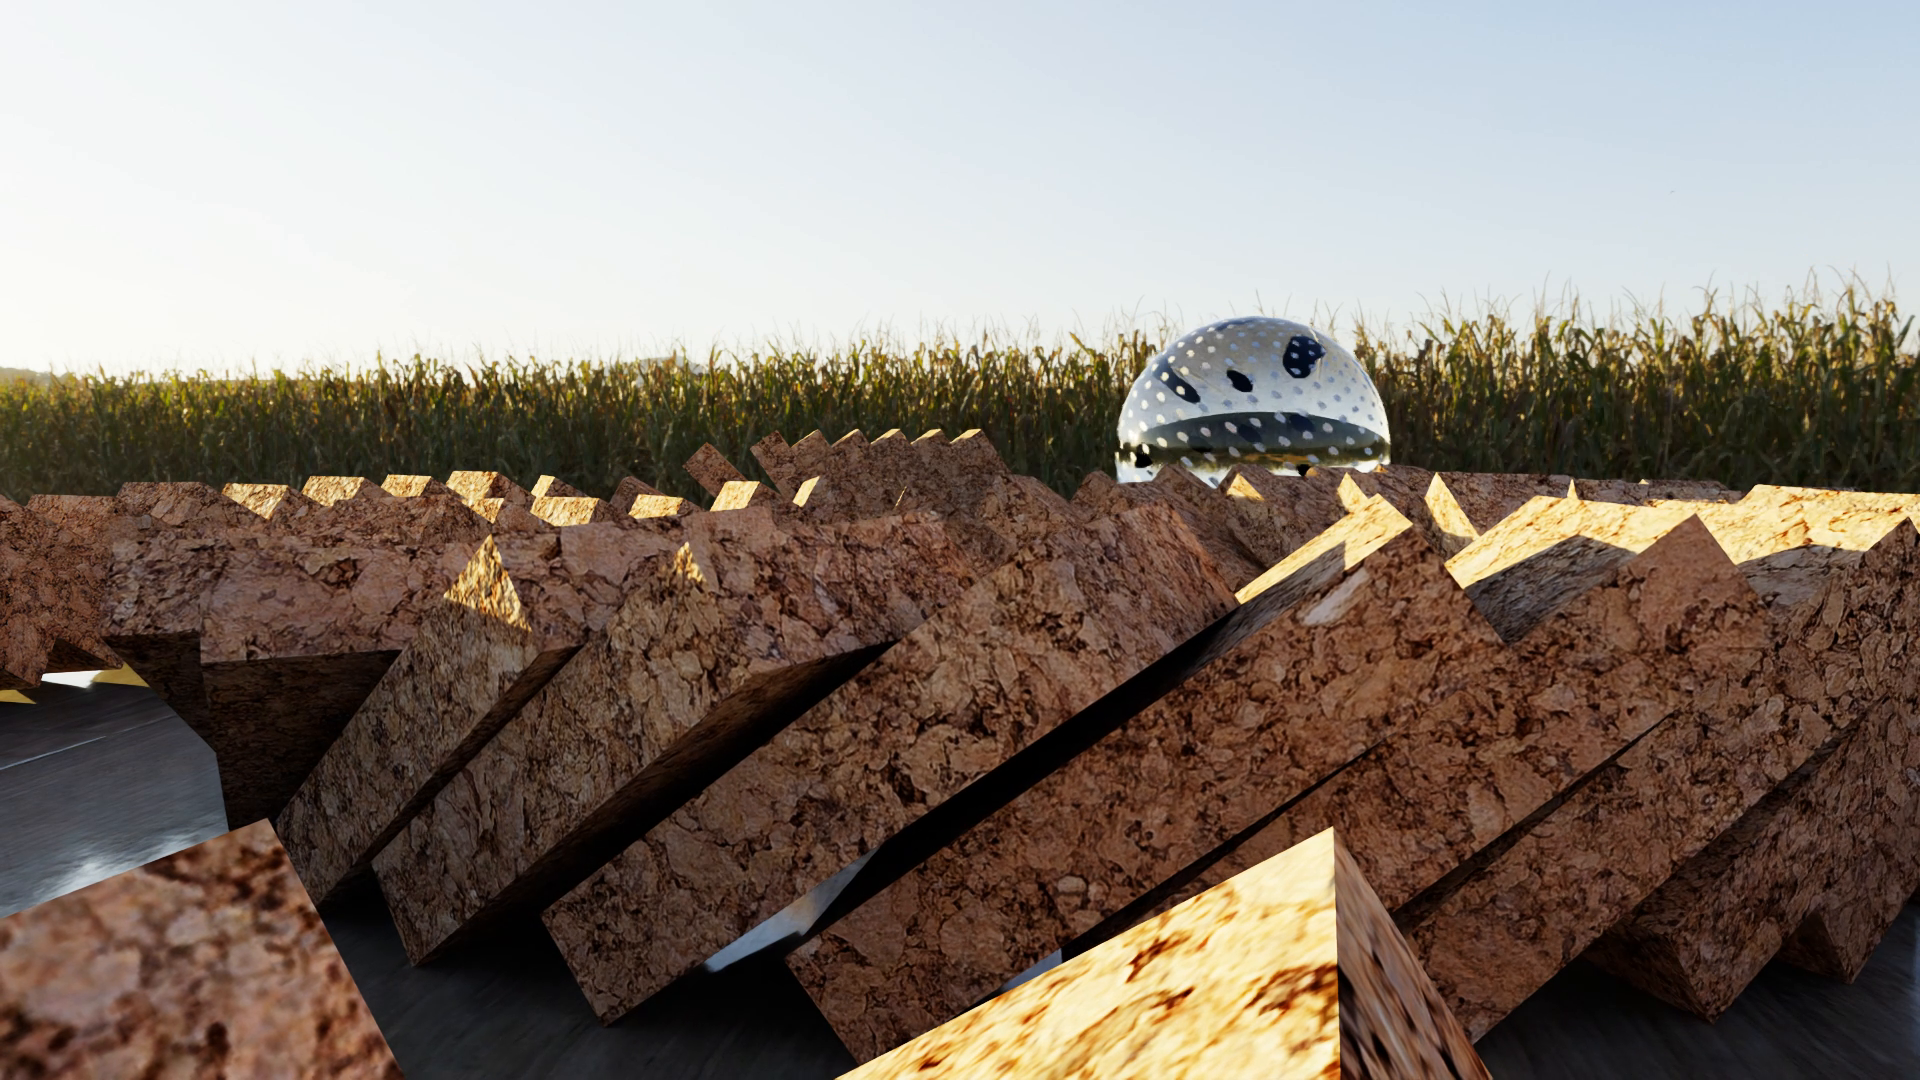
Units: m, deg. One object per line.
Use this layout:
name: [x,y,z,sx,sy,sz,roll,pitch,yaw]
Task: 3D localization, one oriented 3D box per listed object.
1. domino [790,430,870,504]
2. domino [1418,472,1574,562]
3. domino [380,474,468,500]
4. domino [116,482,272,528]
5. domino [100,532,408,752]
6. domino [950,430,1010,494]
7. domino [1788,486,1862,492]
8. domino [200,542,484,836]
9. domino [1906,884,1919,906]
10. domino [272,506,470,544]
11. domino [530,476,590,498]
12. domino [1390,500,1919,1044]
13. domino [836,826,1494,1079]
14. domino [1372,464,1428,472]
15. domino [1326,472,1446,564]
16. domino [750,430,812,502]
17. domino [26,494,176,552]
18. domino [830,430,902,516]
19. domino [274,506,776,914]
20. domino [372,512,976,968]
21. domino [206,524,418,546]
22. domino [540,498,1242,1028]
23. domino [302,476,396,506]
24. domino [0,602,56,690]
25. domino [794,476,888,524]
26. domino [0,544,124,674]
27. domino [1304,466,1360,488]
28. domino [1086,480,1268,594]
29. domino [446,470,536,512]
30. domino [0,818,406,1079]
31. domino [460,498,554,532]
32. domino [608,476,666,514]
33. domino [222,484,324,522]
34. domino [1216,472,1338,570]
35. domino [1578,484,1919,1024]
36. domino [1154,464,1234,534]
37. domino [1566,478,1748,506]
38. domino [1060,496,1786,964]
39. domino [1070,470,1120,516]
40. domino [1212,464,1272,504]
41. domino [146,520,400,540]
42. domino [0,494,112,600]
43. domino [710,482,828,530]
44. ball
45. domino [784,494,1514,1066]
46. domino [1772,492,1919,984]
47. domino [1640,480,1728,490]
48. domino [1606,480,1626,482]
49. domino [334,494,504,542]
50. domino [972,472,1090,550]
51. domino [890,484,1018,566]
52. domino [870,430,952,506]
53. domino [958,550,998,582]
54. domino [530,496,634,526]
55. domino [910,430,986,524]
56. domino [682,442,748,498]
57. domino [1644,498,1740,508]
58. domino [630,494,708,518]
domino: [-0.032,-0.009,0.379,0.009,0.050,0.025,-35,8,-4]
domino: [0.094,0.009,0.200,0.025,0.010,0.050,1,40,-10]
domino: [-0.120,0.001,0.325,0.025,0.010,0.050,4,-26,44]
domino: [-0.150,0.004,0.273,0.025,0.009,0.050,1,-27,26]
domino: [-0.071,0.015,0.142,0.025,0.010,0.050,-2,-26,-14]
domino: [0.014,-0.009,0.381,0.009,0.050,0.025,-35,8,-4]
domino: [0.170,0.008,0.233,0.025,0.009,0.050,0,35,-15]
domino: [-0.058,0.016,0.126,0.025,0.009,0.050,-2,-26,-28]
domino: [0.090,0.015,0.139,0.025,0.010,0.050,3,38,38]
domino: [-0.084,0.010,0.205,0.025,0.009,0.050,1,-26,11]
domino: [-0.094,-0.001,0.356,0.050,0.010,0.025,32,-10,-24]
domino: [0.048,0.016,0.101,0.050,0.009,0.025,-37,9,-5]
domino: [-0.015,0.023,0.016,0.050,0.009,0.025,-33,-2,17]
domino: [0.118,0.001,0.295,0.025,0.009,0.050,-1,39,-47]
domino: [0.086,0.008,0.215,0.025,0.010,0.050,-2,41,-20]
domino: [-0.043,-0.009,0.378,0.010,0.050,0.025,-35,9,-5]
domino: [-0.156,0.007,0.257,0.025,0.009,0.050,2,-25,25]
domino: [-0.020,-0.009,0.380,0.010,0.050,0.025,-35,8,-4]
domino: [-0.038,0.016,0.111,0.025,0.009,0.050,-8,-26,-49]
domino: [-0.023,0.016,0.102,0.050,0.009,0.025,-40,-18,33]
domino: [-0.083,0.013,0.184,0.025,0.009,0.050,0,-24,3]
domino: [-0.005,0.016,0.094,0.050,0.010,0.025,-38,-10,26]
domino: [-0.131,0.002,0.309,0.025,0.010,0.050,3,-27,38]
domino: [-0.168,0.009,0.195,0.025,0.009,0.050,-4,-30,4]
domino: [-0.016,0.002,0.308,0.050,0.009,0.025,30,-8,-13]
domino: [-0.168,0.008,0.214,0.025,0.009,0.050,-4,-29,11]
domino: [0.105,0.001,0.304,0.025,0.010,0.050,-4,41,-50]
domino: [0.050,0.007,0.238,0.050,0.009,0.025,38,20,21]
domino: [-0.109,-0.001,0.337,0.025,0.009,0.050,4,-27,44]
domino: [-0.034,0.023,0.020,0.050,0.009,0.025,-33,-5,23]
domino: [-0.076,0.007,0.248,0.025,0.010,0.050,1,-25,40]
domino: [-0.076,-0.002,0.369,0.050,0.009,0.025,30,-1,-10]
domino: [-0.141,0.004,0.293,0.025,0.009,0.050,3,-26,34]
domino: [0.072,0.007,0.232,0.025,0.009,0.050,0,38,-35]
domino: [0.067,0.015,0.110,0.050,0.009,0.025,-39,20,-14]
domino: [0.069,0.000,0.314,0.050,0.009,0.025,39,14,11]
domino: [0.102,0.010,0.181,0.025,0.010,0.050,5,39,12]
domino: [0.030,0.016,0.095,0.050,0.009,0.025,-38,2,5]
domino: [0.051,0.001,0.317,0.050,0.009,0.025,35,11,8]
domino: [0.086,0.000,0.310,0.050,0.009,0.025,41,20,19]
domino: [-0.078,0.013,0.161,0.025,0.009,0.050,-3,-25,-9]
domino: [-0.165,0.007,0.236,0.025,0.009,0.050,-1,-28,22]
domino: [-0.032,0.003,0.297,0.050,0.009,0.025,32,-12,-24]
ball: [0.086,-0.026,0.382,0.080,0.080,0.080,0,4,0]
domino: [0.013,0.016,0.093,0.050,0.010,0.025,-37,-3,15]
domino: [0.080,0.015,0.119,0.050,0.010,0.025,-41,21,-19]
domino: [0.158,0.006,0.251,0.025,0.009,0.050,0,36,-27]
domino: [0.147,0.005,0.265,0.025,0.010,0.050,-3,37,-32]
domino: [-0.083,0.008,0.225,0.025,0.009,0.050,-1,-27,24]
domino: [0.028,0.006,0.242,0.050,0.010,0.025,37,11,14]
domino: [0.007,0.002,0.315,0.050,0.009,0.025,28,0,-4]
domino: [-0.009,-0.009,0.381,0.009,0.050,0.025,-35,9,-4]
domino: [0.002,0.011,0.223,0.050,0.009,0.025,21,-14,-26]
domino: [-0.063,0.006,0.266,0.025,0.009,0.050,3,-23,45]
domino: [0.003,-0.009,0.380,0.009,0.050,0.025,-35,8,-4]
domino: [-0.059,-0.007,0.375,0.010,0.050,0.025,-45,7,-4]
domino: [0.098,0.013,0.158,0.025,0.010,0.050,2,37,28]
domino: [-0.047,0.006,0.283,0.050,0.010,0.025,30,-14,-33]
